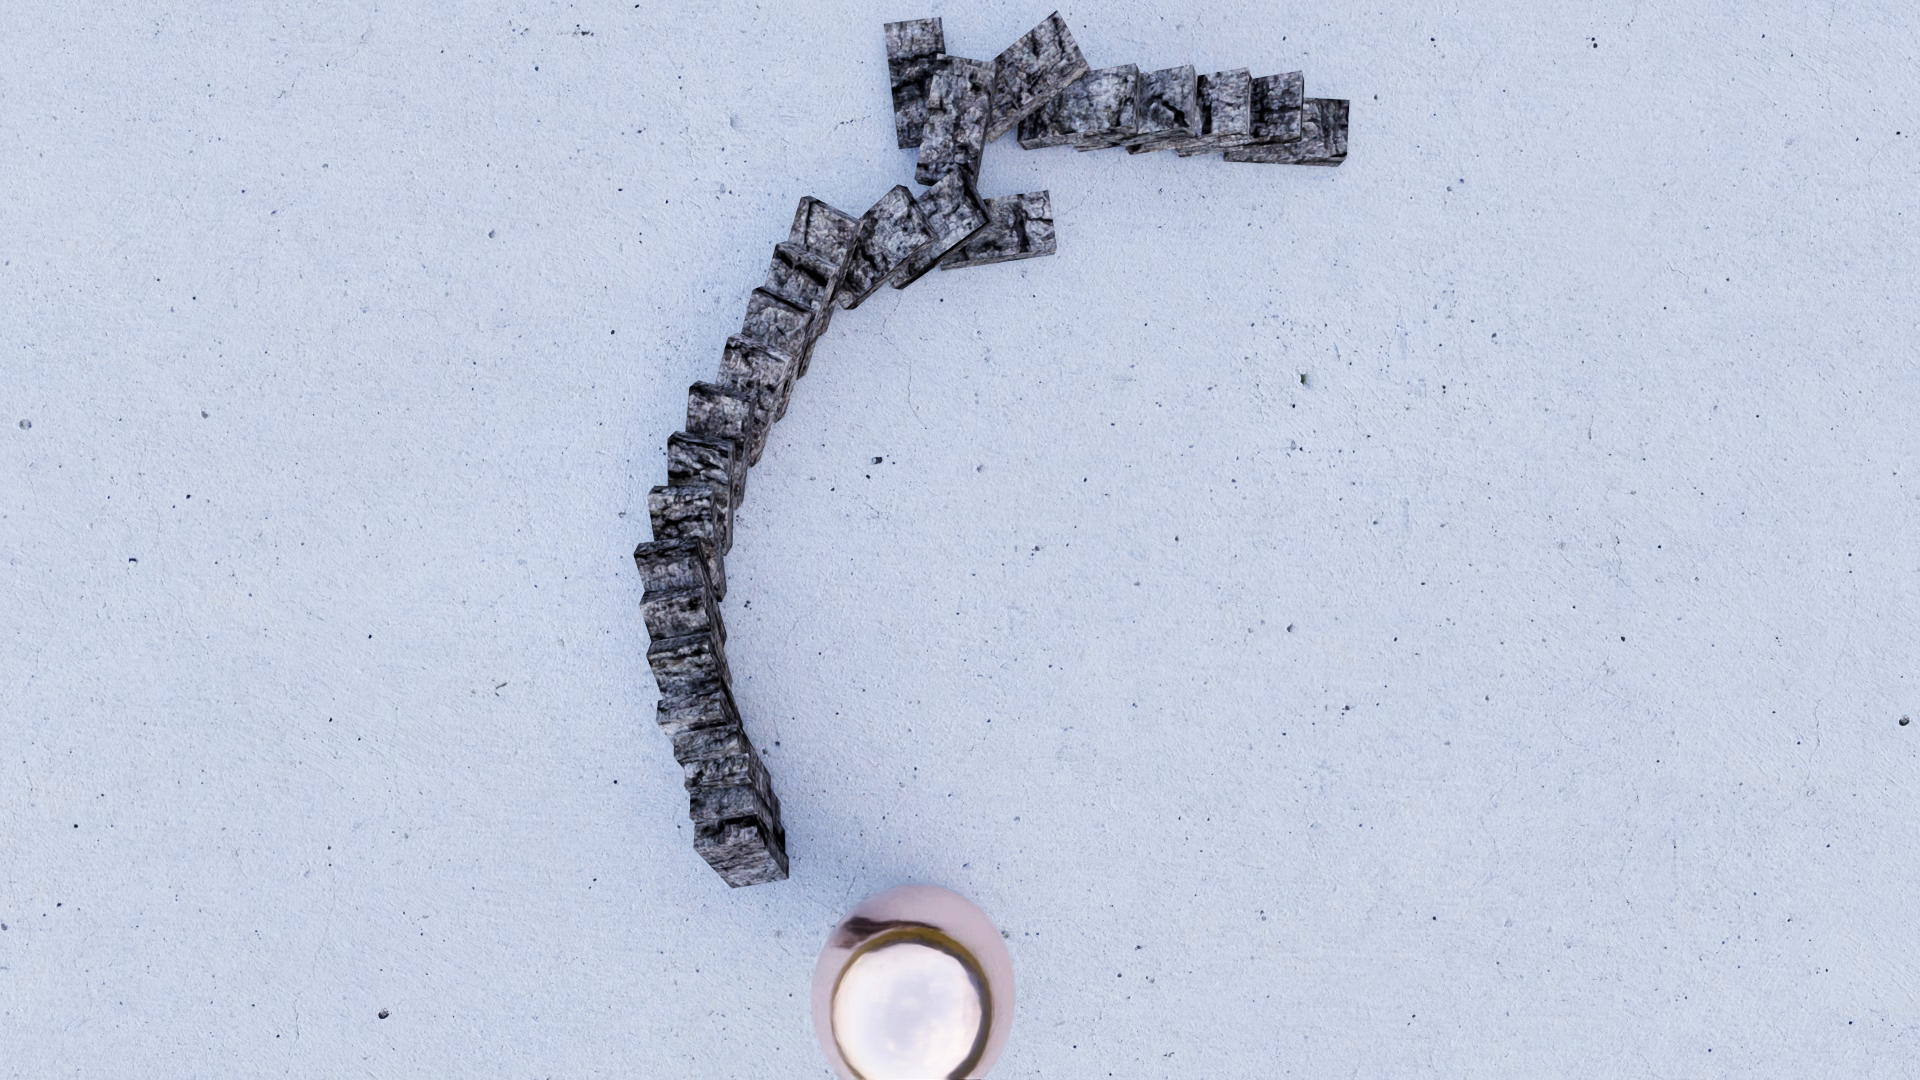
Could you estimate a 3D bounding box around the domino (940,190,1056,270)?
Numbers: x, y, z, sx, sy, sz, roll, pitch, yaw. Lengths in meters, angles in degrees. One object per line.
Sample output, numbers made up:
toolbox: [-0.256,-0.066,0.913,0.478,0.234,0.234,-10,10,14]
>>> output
domino: [0.015,-0.133,0.395,0.050,0.009,0.025,-8,90,0]

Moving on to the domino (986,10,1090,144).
domino: [0.027,-0.194,0.385,0.050,0.010,0.025,-29,81,22]

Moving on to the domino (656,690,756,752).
domino: [-0.104,0.081,0.378,0.025,0.050,0.010,-10,49,0]

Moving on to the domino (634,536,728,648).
domino: [-0.117,0.024,0.384,0.025,0.009,0.050,-7,118,0]

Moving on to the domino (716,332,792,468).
domino: [-0.090,-0.058,0.384,0.025,0.009,0.050,25,118,0]

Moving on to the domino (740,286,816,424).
domino: [-0.080,-0.077,0.384,0.025,0.010,0.050,25,118,2]

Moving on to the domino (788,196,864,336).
domino: [-0.061,-0.114,0.383,0.025,0.009,0.050,27,118,3]

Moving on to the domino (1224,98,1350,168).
domino: [0.141,-0.176,0.395,0.050,0.010,0.025,3,90,0]

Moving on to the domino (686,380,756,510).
domino: [-0.102,-0.039,0.384,0.025,0.010,0.050,15,119,0]

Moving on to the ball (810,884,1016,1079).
ball: [-0.018,0.178,0.360,0.080,0.080,0.080,0,90,0]

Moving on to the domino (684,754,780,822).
domino: [-0.093,0.105,0.378,0.025,0.050,0.010,-10,52,0]

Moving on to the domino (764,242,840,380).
domino: [-0.070,-0.095,0.383,0.025,0.009,0.050,25,118,3]

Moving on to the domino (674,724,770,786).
domino: [-0.097,0.093,0.378,0.025,0.050,0.009,-10,52,0]

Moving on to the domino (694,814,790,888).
domino: [-0.089,0.129,0.378,0.025,0.050,0.010,-10,52,0]

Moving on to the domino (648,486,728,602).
domino: [-0.114,0.002,0.384,0.025,0.009,0.050,1,118,0]

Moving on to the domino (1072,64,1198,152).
domino: [0.073,-0.181,0.385,0.050,0.010,0.025,3,90,26]

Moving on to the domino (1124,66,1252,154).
domino: [0.095,-0.179,0.385,0.050,0.010,0.025,3,90,26]

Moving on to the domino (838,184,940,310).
domino: [-0.036,-0.122,0.385,0.050,0.009,0.025,-33,90,25]

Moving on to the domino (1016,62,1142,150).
domino: [0.050,-0.181,0.385,0.050,0.009,0.025,3,90,25]

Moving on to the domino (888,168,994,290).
domino: [-0.013,-0.130,0.385,0.050,0.009,0.025,-28,89,25]

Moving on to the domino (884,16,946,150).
domino: [-0.017,-0.197,0.395,0.025,0.010,0.050,-7,90,0]

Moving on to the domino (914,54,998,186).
domino: [-0.001,-0.174,0.384,0.025,0.010,0.050,13,99,6]

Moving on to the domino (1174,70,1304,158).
domino: [0.117,-0.178,0.385,0.050,0.010,0.025,3,90,26]

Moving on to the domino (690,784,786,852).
domino: [-0.091,0.117,0.378,0.025,0.050,0.009,-10,52,0]

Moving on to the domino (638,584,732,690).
domino: [-0.114,0.044,0.384,0.025,0.009,0.050,-7,118,0]

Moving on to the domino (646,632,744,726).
domino: [-0.110,0.063,0.384,0.025,0.009,0.050,-10,119,0]

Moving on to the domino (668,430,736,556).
domino: [-0.108,-0.019,0.384,0.025,0.010,0.050,9,119,0]
